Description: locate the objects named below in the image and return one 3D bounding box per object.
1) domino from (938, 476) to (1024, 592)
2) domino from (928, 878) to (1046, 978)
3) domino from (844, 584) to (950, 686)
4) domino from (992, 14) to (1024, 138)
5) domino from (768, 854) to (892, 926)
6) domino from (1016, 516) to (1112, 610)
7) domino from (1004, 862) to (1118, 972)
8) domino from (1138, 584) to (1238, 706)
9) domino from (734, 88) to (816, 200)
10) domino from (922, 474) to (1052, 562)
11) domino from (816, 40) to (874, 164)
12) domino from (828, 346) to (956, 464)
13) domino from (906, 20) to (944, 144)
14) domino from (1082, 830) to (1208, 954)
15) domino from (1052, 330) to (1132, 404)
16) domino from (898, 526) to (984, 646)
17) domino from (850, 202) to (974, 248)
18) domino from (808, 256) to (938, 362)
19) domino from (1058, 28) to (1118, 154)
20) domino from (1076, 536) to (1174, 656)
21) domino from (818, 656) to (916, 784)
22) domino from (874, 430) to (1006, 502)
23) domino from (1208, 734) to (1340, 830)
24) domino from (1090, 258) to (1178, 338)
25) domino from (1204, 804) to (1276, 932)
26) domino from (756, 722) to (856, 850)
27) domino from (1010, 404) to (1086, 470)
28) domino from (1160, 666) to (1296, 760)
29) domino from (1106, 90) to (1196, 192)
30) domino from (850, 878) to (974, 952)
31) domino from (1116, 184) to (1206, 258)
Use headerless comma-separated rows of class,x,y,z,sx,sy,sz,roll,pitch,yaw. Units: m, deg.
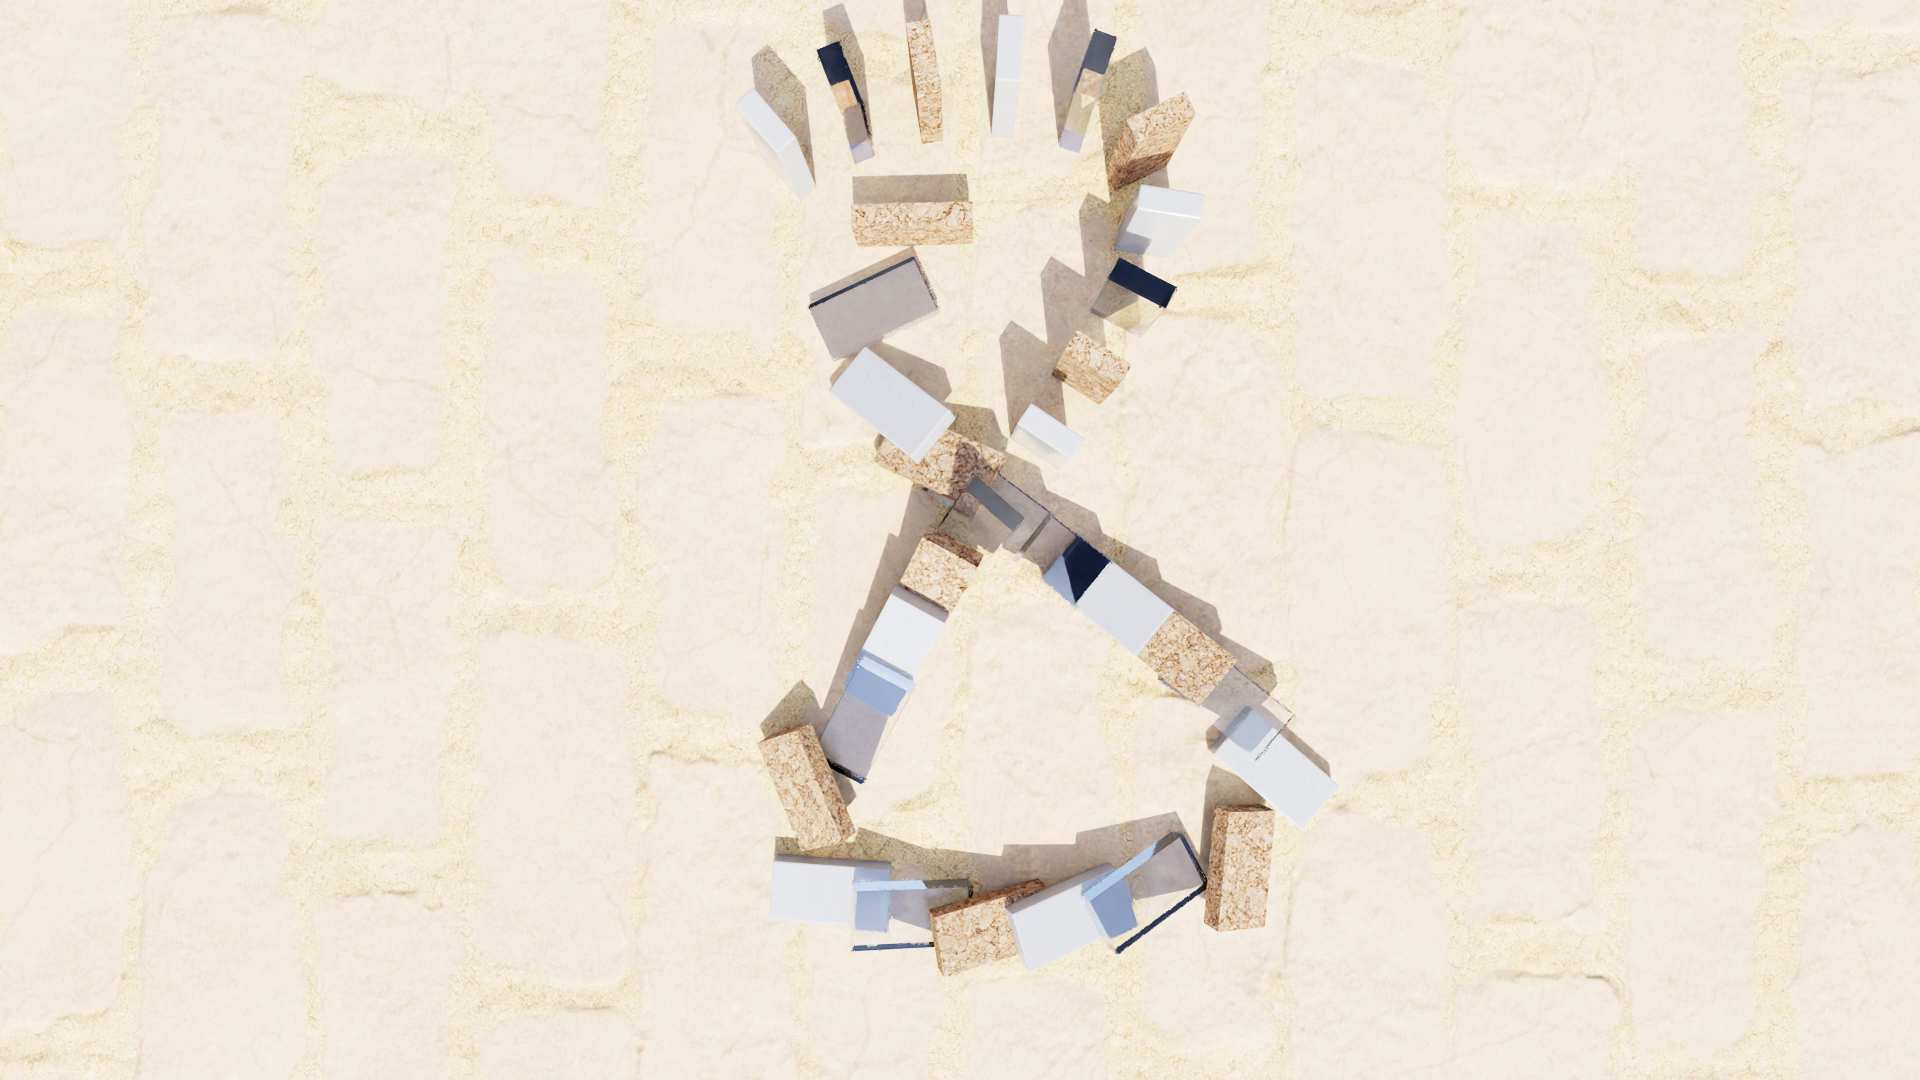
domino,0.004,-0.001,0.377,0.025,0.050,0.009,42,50,5
domino,0.014,0.164,0.388,0.050,0.009,0.025,-9,90,-18
domino,-0.027,0.046,0.385,0.025,0.009,0.050,29,114,0
domino,0.019,-0.188,0.375,0.009,0.050,0.025,3,90,0
domino,-0.056,0.151,0.395,0.050,0.009,0.025,4,90,0
domino,0.037,0.004,0.388,0.050,0.009,0.025,39,90,17
domino,0.046,0.159,0.388,0.050,0.009,0.025,-17,90,-17
domino,0.089,0.044,0.388,0.050,0.010,0.025,40,90,17
domino,-0.074,-0.160,0.375,0.009,0.050,0.025,-41,90,0
domino,0.012,-0.016,0.388,0.050,0.010,0.025,38,90,17
domino,-0.046,-0.177,0.375,0.010,0.050,0.025,-21,90,0
domino,-0.029,-0.057,0.387,0.050,0.010,0.025,39,90,19
domino,-0.014,-0.186,0.375,0.009,0.050,0.025,-10,90,0
domino,0.079,0.149,0.388,0.050,0.010,0.025,-28,90,-17
domino,0.053,-0.069,0.375,0.025,0.050,0.009,32,90,0
domino,-0.012,0.020,0.381,0.025,0.009,0.050,29,126,0
domino,-0.020,-0.133,0.388,0.050,0.025,0.009,-1,90,0
domino,-0.037,-0.099,0.395,0.050,0.010,0.025,-25,90,0
domino,0.052,-0.182,0.375,0.009,0.050,0.025,19,90,0
domino,0.063,0.024,0.388,0.050,0.010,0.025,40,90,17
domino,-0.041,0.076,0.387,0.025,0.009,0.050,28,109,0
domino,-0.009,-0.034,0.387,0.050,0.010,0.025,26,86,19
domino,0.135,0.098,0.395,0.050,0.009,0.025,41,90,0
domino,0.070,-0.098,0.375,0.025,0.050,0.009,27,90,0
domino,0.119,0.139,0.391,0.025,0.009,0.050,5,90,-23
domino,-0.065,0.105,0.389,0.025,0.010,0.050,-22,90,33
domino,0.035,-0.042,0.375,0.025,0.050,0.010,34,90,0
domino,0.113,0.067,0.389,0.050,0.010,0.025,40,90,15
domino,0.077,-0.162,0.375,0.025,0.050,0.010,-26,90,0
domino,-0.021,0.159,0.389,0.050,0.010,0.025,4,90,-16
domino,0.081,-0.129,0.375,0.025,0.050,0.010,9,90,0
